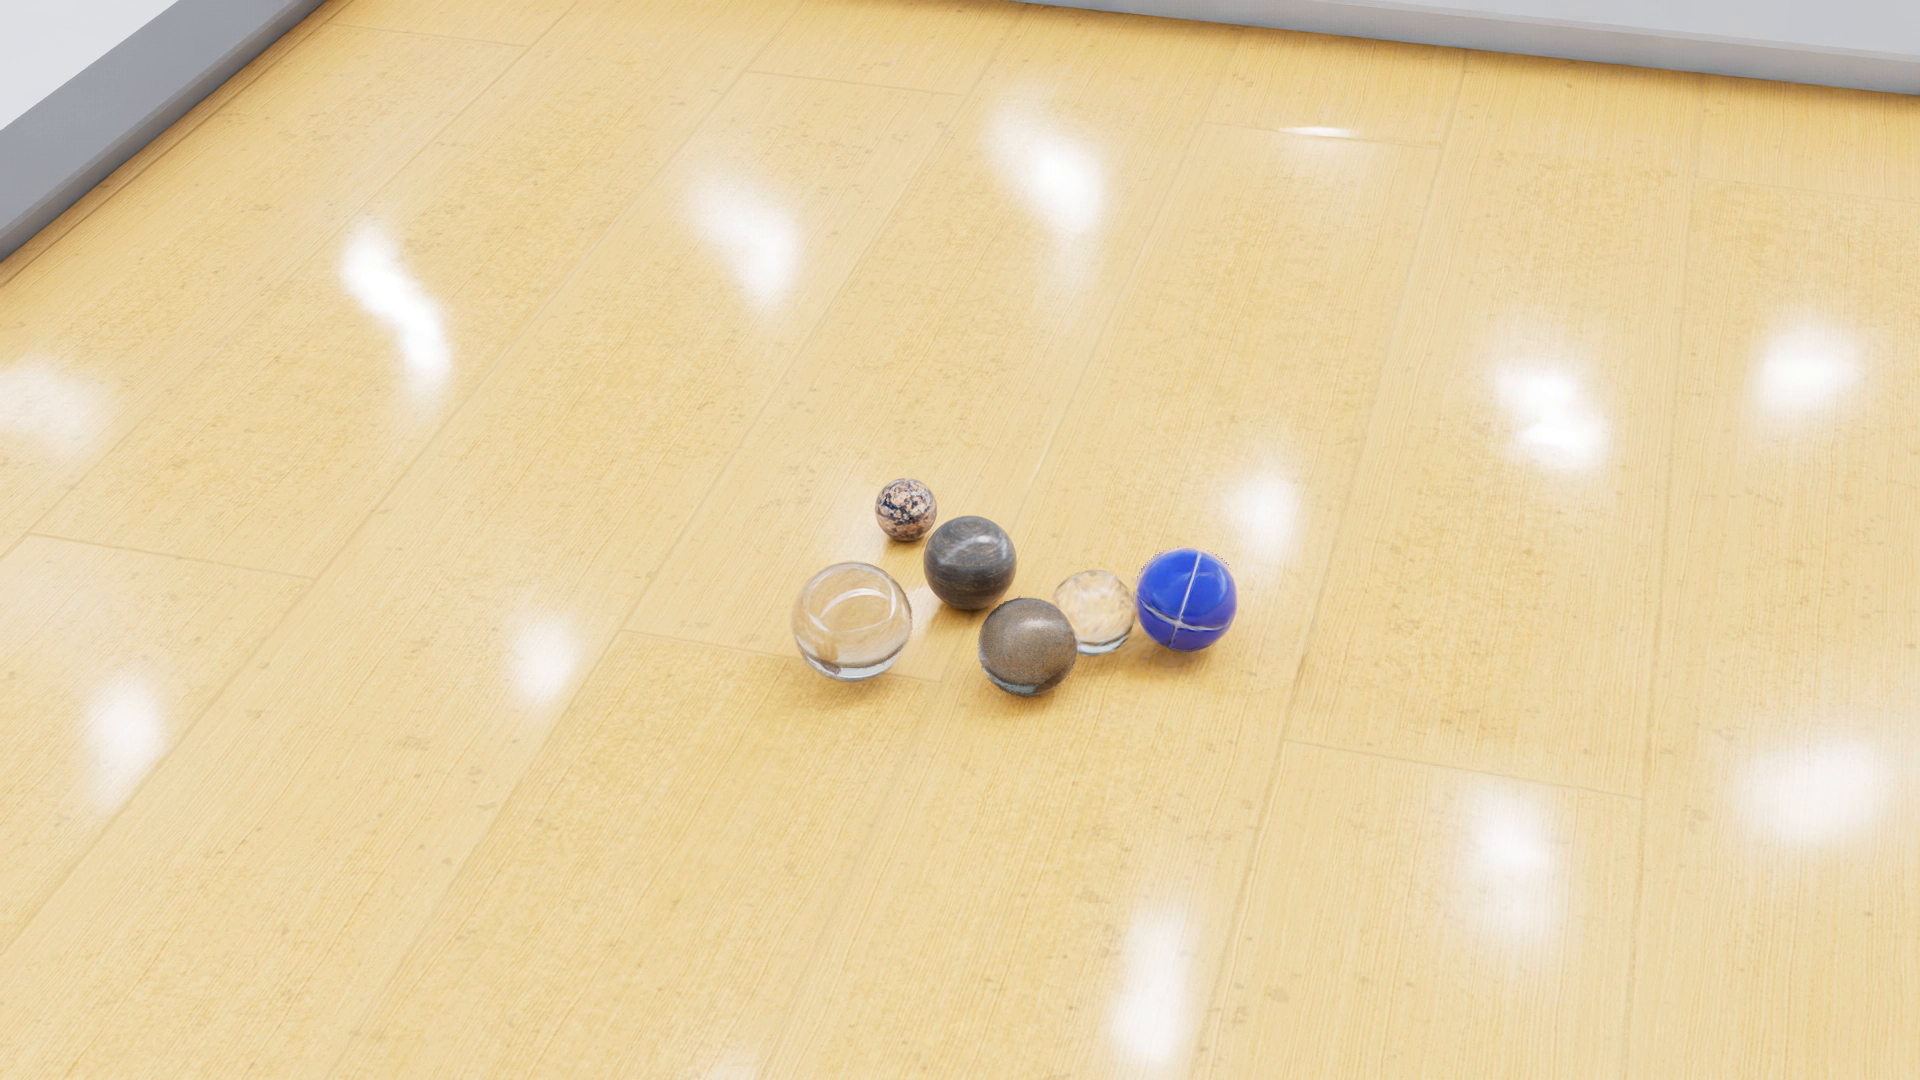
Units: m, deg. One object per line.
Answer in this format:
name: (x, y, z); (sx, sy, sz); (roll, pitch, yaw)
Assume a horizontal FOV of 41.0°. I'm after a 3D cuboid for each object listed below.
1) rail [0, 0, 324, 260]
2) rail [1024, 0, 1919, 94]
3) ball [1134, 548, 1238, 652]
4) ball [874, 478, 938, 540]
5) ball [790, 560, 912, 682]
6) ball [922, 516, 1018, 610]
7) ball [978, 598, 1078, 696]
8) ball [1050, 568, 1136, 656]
rail: (-0.949, -0.164, 2.160); (0.045, 0.114, 2.269); (9, 35, 13)
rail: (1.264, -0.470, 2.615); (4.029, 0.114, 0.045); (9, 35, 13)
ball: (0.166, 0.044, 1.878); (0.075, 0.075, 0.075); (0, 34, 0)
ball: (-0.042, -0.024, 2.011); (0.050, 0.050, 0.050); (0, 34, 0)
ball: (-0.078, 0.059, 1.853); (0.088, 0.088, 0.088); (0, 34, 0)
ball: (0.008, 0.017, 1.931); (0.071, 0.071, 0.071); (0, 34, 0)
ball: (0.048, 0.077, 1.842); (0.072, 0.072, 0.072); (0, 34, 0)
ball: (0.097, 0.053, 1.883); (0.064, 0.064, 0.064); (0, 34, 0)
